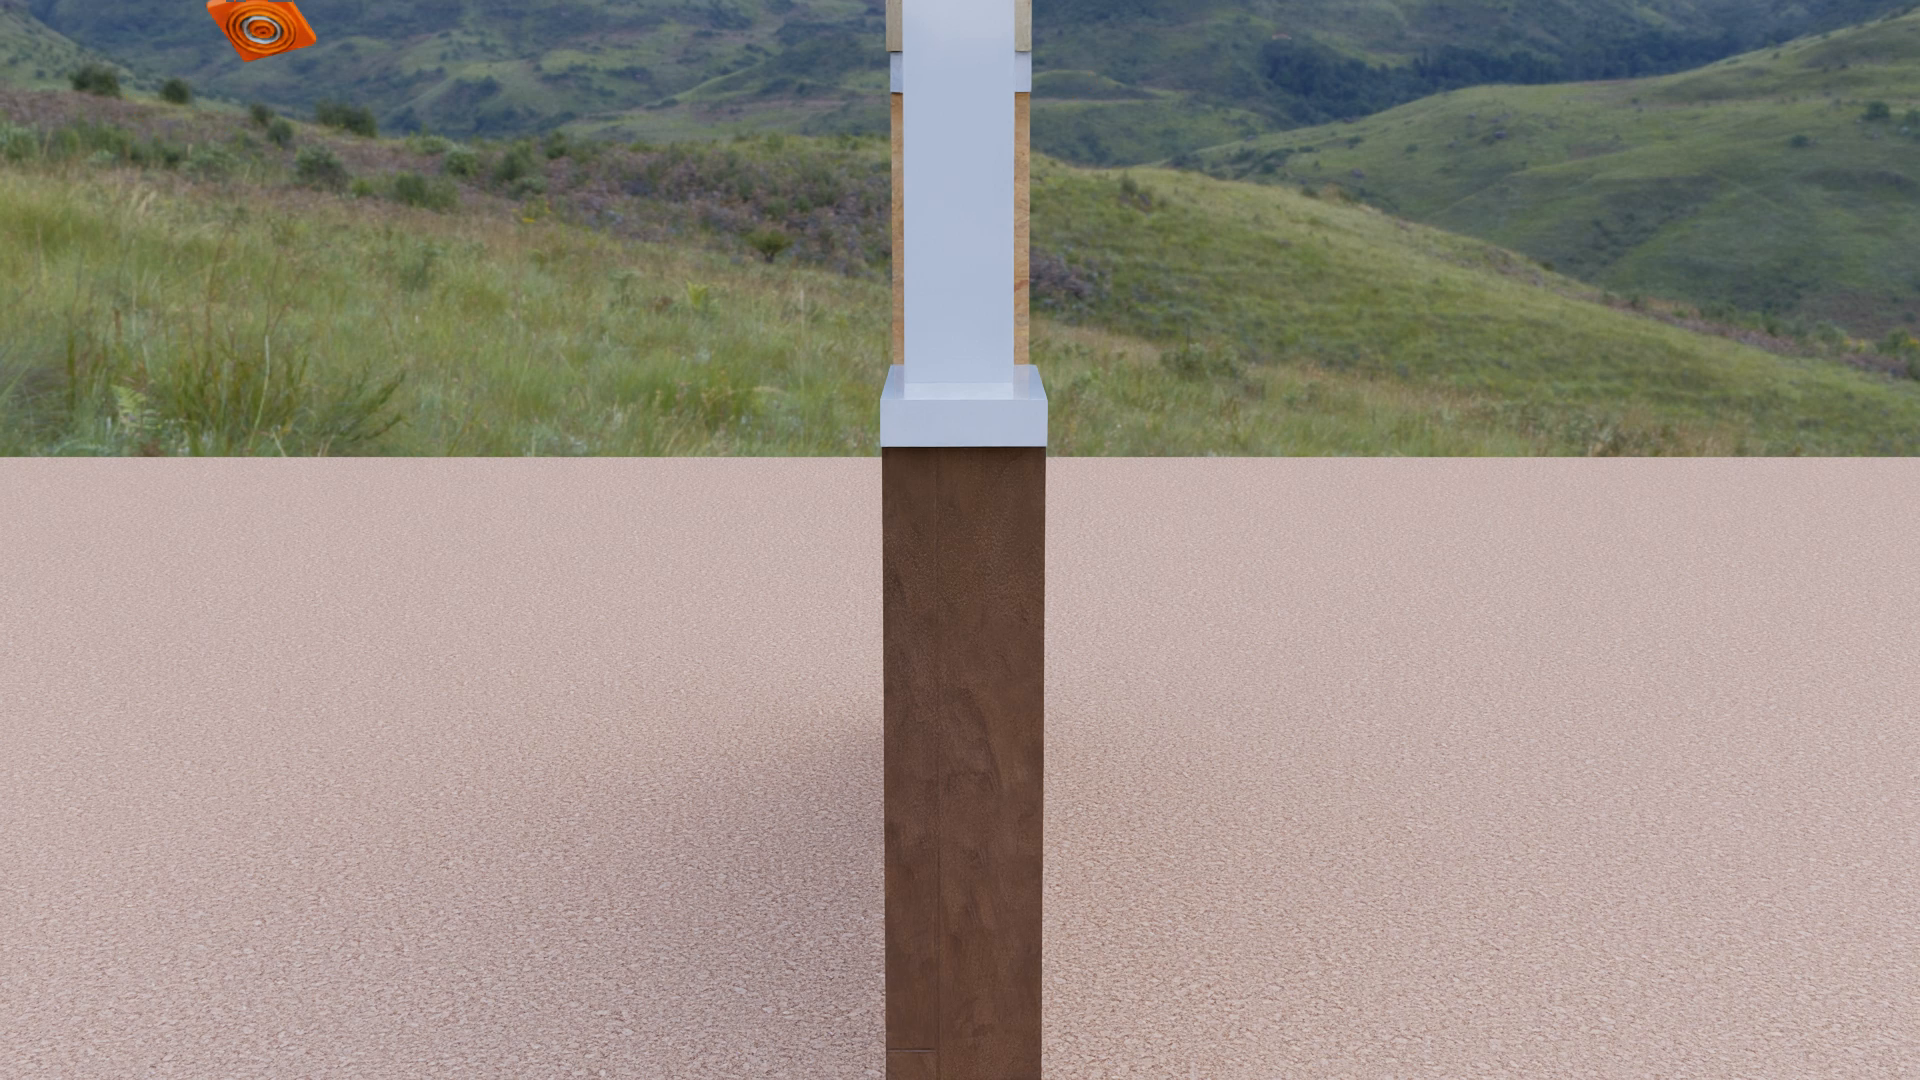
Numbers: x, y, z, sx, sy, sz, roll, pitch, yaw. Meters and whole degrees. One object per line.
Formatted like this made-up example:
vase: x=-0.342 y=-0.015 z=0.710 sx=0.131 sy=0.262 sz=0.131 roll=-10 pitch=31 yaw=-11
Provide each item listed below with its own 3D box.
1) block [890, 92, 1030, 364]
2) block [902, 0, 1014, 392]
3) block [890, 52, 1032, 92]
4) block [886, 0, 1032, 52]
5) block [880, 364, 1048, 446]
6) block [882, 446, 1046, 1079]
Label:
block: x=0.001 y=-0.374 z=2.802 sx=0.173 sy=0.383 sz=0.049 roll=0 pitch=11 yaw=0
block: x=-0.001 y=-0.400 z=2.369 sx=0.118 sy=0.477 sz=0.034 roll=0 pitch=10 yaw=0
block: x=0.000 y=-0.608 z=2.876 sx=0.173 sy=0.049 sz=0.346 roll=0 pitch=10 yaw=0
block: x=-0.002 y=-0.778 z=2.683 sx=0.178 sy=0.355 sz=0.050 roll=0 pitch=10 yaw=0
block: x=0.004 y=-0.156 z=2.498 sx=0.176 sy=0.050 sz=0.353 roll=0 pitch=10 yaw=0
block: x=0.004 y=0.344 z=2.471 sx=0.176 sy=0.922 sz=0.050 roll=0 pitch=10 yaw=0
